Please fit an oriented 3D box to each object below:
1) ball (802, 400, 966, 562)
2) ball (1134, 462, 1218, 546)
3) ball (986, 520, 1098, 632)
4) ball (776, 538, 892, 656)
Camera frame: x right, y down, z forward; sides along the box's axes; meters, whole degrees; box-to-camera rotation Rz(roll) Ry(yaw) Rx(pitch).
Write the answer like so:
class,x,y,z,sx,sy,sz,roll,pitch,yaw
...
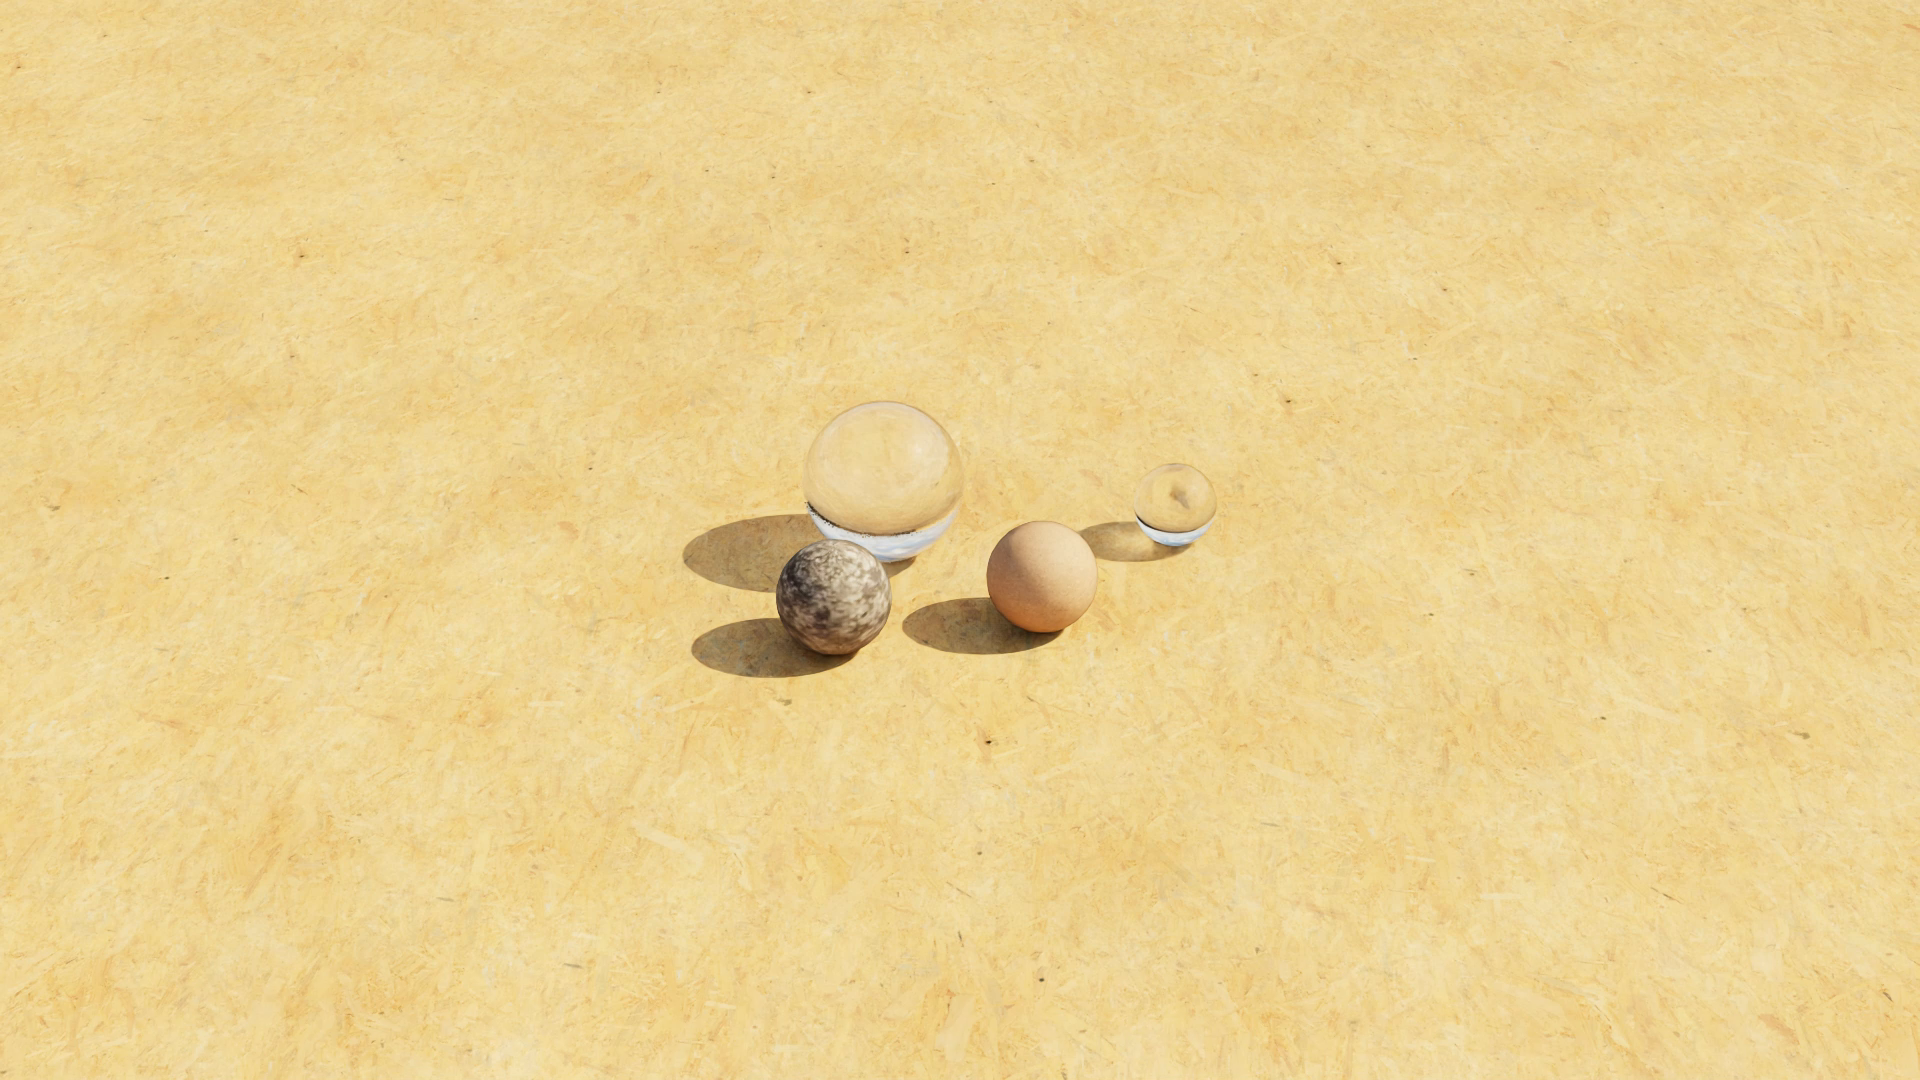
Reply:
class,x,y,z,sx,sy,sz,roll,pitch,yaw
ball,-0.044,-0.034,1.714,0.095,0.095,0.095,0,30,0
ball,0.127,-0.021,1.736,0.050,0.050,0.050,0,30,0
ball,0.046,0.021,1.649,0.063,0.063,0.063,0,30,0
ball,-0.070,0.032,1.629,0.065,0.065,0.065,0,30,0
